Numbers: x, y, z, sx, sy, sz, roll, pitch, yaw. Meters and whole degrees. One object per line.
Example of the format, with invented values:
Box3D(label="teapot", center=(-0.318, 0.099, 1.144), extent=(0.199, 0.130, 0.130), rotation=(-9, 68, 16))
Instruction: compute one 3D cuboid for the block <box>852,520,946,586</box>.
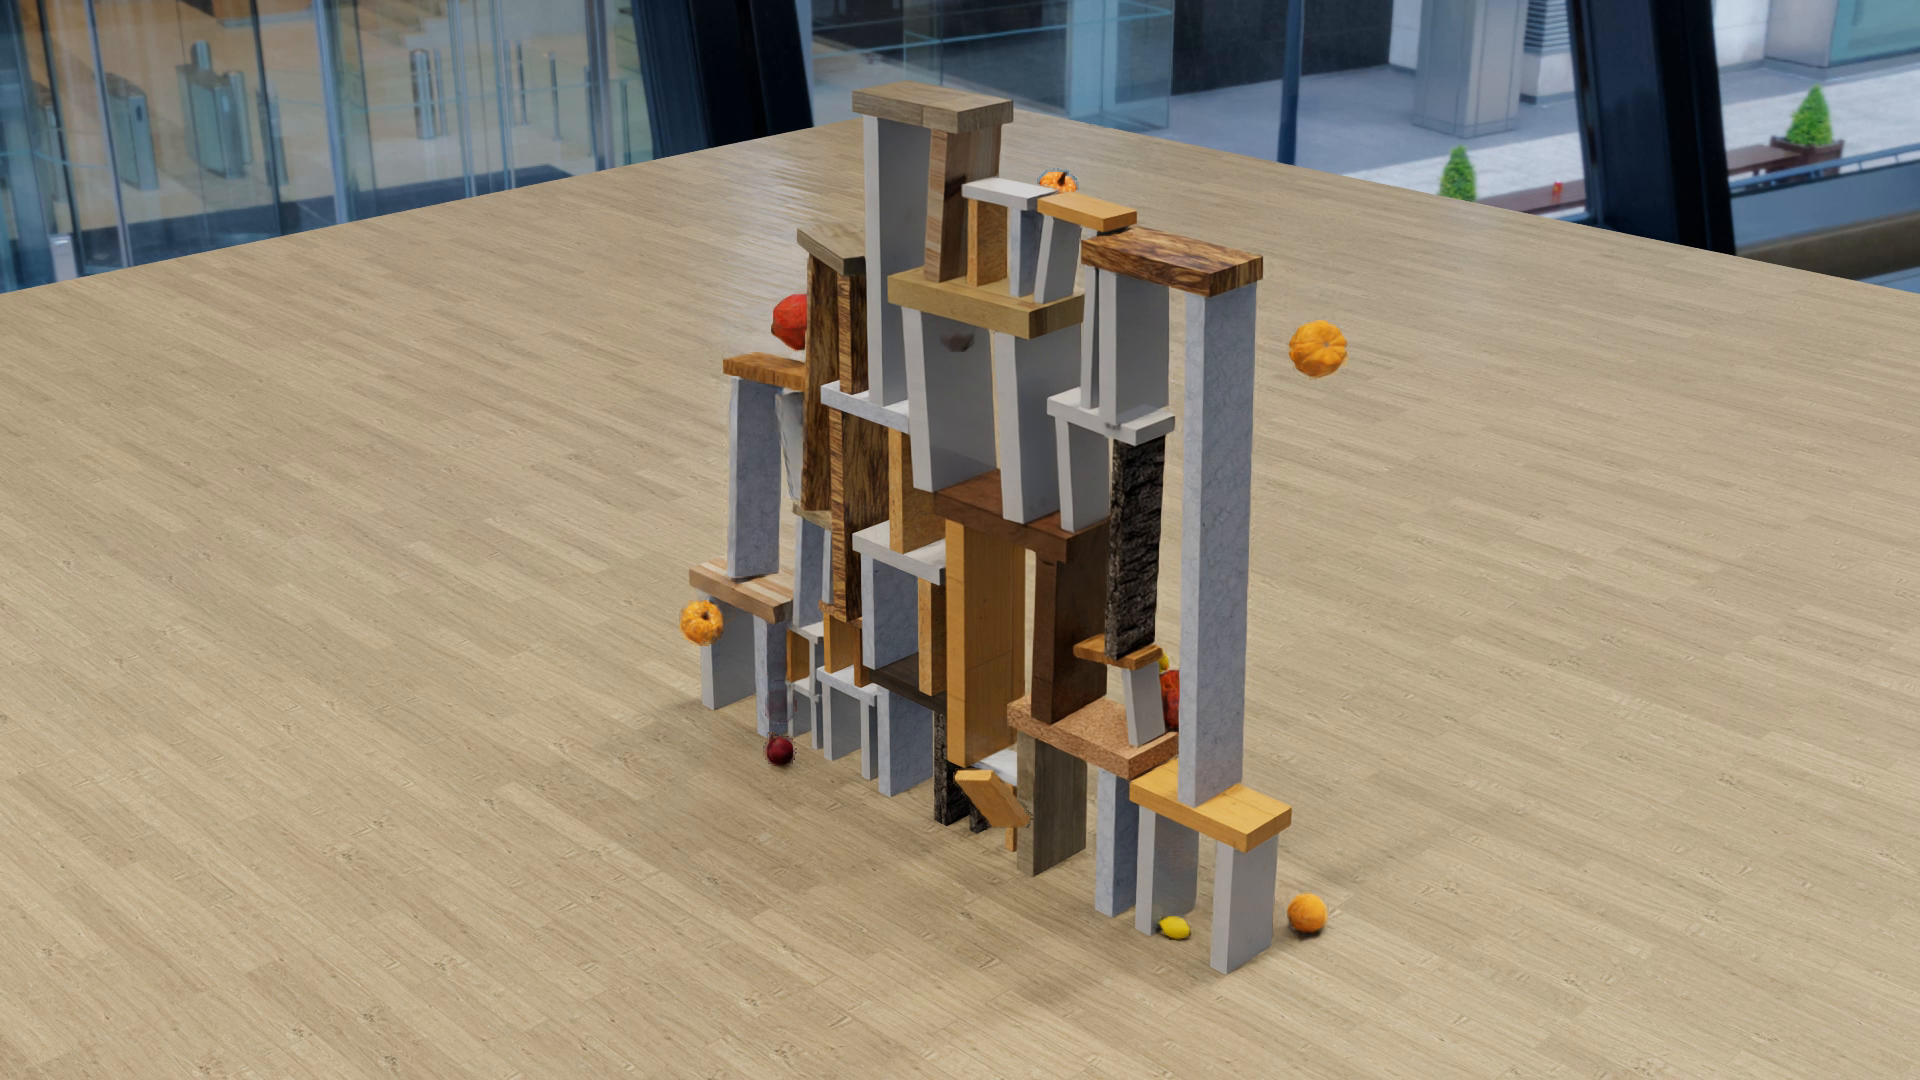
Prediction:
Box3D(label="block", center=(-0.083, 0.021, 4.318), extent=(0.246, 0.035, 0.123), rotation=(21, 31, 41))

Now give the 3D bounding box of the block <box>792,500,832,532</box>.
Box3D(label="block", center=(-0.269, -0.052, 4.531), extent=(0.078, 0.022, 0.156), rotation=(-13, 25, -38))

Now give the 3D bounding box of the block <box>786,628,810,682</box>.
Box3D(label="block", center=(-0.342, 0.239, 4.702), extent=(0.061, 0.122, 0.017), rotation=(-16, 28, -38))

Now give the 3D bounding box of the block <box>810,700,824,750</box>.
Box3D(label="block", center=(-0.291, 0.386, 4.703), extent=(0.058, 0.115, 0.016), rotation=(-21, 31, -40))

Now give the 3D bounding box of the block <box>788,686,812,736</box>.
Box3D(label="block", center=(-0.344, 0.363, 4.755), extent=(0.058, 0.115, 0.016), rotation=(-17, 28, -39))

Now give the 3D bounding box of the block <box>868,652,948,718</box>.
Box3D(label="block", center=(-0.054, 0.286, 4.410), extent=(0.247, 0.035, 0.123), rotation=(21, 31, 41))

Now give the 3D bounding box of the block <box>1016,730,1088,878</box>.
Box3D(label="block", center=(0.178, 0.483, 4.235), extent=(0.152, 0.303, 0.043), rotation=(-21, 31, -41))

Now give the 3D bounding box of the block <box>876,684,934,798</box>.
Box3D(label="block", center=(-0.112, 0.393, 4.518), extent=(0.035, 0.247, 0.123), rotation=(21, 31, 41))

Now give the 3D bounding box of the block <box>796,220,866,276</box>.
Box3D(label="block", center=(-0.217, -0.567, 4.265), extent=(0.118, 0.034, 0.237), rotation=(-10, 26, -24))

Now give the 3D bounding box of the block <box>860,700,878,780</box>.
Box3D(label="block", center=(-0.165, 0.404, 4.581), extent=(0.025, 0.178, 0.089), rotation=(21, 31, 41))

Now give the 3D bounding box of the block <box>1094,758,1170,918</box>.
Box3D(label="block", center=(0.321, 0.538, 4.104), extent=(0.152, 0.303, 0.043), rotation=(-21, 31, -41))

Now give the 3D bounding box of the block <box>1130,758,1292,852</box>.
Box3D(label="block", center=(0.446, 0.471, 3.930), extent=(0.263, 0.037, 0.131), rotation=(21, 31, 40))

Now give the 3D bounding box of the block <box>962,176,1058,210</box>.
Box3D(label="block", center=(0.088, -0.610, 3.870), extent=(0.158, 0.022, 0.079), rotation=(20, 30, 41))

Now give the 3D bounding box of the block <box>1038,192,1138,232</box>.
Box3D(label="block", center=(0.216, -0.559, 3.740), extent=(0.080, 0.023, 0.160), rotation=(-19, 31, -37))

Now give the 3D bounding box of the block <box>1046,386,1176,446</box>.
Box3D(label="block", center=(0.263, -0.219, 3.834), extent=(0.104, 0.029, 0.208), rotation=(-22, 33, -40))

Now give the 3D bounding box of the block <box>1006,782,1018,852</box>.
Box3D(label="block", center=(0.123, 0.531, 4.318), extent=(0.021, 0.148, 0.074), rotation=(21, 31, 41))

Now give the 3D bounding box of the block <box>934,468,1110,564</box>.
Box3D(label="block", center=(0.129, -0.049, 4.067), extent=(0.336, 0.048, 0.168), rotation=(21, 31, 41))

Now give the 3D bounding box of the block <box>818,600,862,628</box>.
Box3D(label="block", center=(-0.219, 0.145, 4.524), extent=(0.068, 0.019, 0.137), rotation=(-21, 31, -41))

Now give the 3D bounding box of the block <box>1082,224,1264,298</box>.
Box3D(label="block", center=(0.347, -0.461, 3.617), extent=(0.274, 0.039, 0.137), rotation=(22, 32, 40))

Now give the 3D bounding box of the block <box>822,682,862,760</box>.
Box3D(label="block", center=(-0.249, 0.371, 4.659), extent=(0.025, 0.178, 0.089), rotation=(21, 31, 41))

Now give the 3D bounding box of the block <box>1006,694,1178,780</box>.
Box3D(label="block", center=(0.249, 0.351, 4.102), extent=(0.152, 0.043, 0.303), rotation=(-21, 31, -40))

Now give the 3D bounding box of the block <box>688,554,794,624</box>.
Box3D(label="block", center=(-0.440, 0.100, 4.747), extent=(0.142, 0.040, 0.283), rotation=(-21, 31, -41))

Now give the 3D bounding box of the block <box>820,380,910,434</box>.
Box3D(label="block", center=(-0.138, -0.267, 4.257), extent=(0.253, 0.036, 0.126), rotation=(21, 31, 41))

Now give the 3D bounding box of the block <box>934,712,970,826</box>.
Box3D(label="block", center=(0.005, 0.439, 4.411), extent=(0.035, 0.247, 0.123), rotation=(21, 31, 41))

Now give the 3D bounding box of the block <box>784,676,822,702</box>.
Box3D(label="block", center=(-0.317, 0.313, 4.705), extent=(0.058, 0.016, 0.115), rotation=(-17, 28, -39))

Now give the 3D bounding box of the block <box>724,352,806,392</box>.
Box3D(label="block", center=(-0.376, -0.353, 4.603), extent=(0.221, 0.031, 0.110), rotation=(15, 20, 33))

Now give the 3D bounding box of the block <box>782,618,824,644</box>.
Box3D(label="block", center=(-0.313, 0.186, 4.648), extent=(0.061, 0.017, 0.122), rotation=(-16, 28, -38))

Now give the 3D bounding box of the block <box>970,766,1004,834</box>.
Box3D(label="block", center=(0.053, 0.504, 4.383), extent=(0.074, 0.149, 0.021), rotation=(-21, 31, -41))

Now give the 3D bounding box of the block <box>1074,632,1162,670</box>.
Box3D(label="block", center=(0.287, 0.203, 4.003), extent=(0.075, 0.021, 0.150), rotation=(-22, 22, -40))

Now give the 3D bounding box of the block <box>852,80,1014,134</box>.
Box3D(label="block", center=(-0.051, -0.780, 3.952), extent=(0.138, 0.039, 0.275), rotation=(-21, 30, -40))

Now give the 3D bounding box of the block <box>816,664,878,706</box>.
Box3D(label="block", center=(-0.207, 0.294, 4.580), extent=(0.178, 0.025, 0.089), rotation=(21, 31, 41))

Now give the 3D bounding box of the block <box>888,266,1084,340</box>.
Box3D(label="block", center=(0.054, -0.439, 3.968), extent=(0.349, 0.049, 0.175), rotation=(20, 30, 40))

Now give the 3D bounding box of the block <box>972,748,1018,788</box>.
Box3D(label="block", center=(0.087, 0.439, 4.318), extent=(0.148, 0.021, 0.074), rotation=(21, 31, 41))
